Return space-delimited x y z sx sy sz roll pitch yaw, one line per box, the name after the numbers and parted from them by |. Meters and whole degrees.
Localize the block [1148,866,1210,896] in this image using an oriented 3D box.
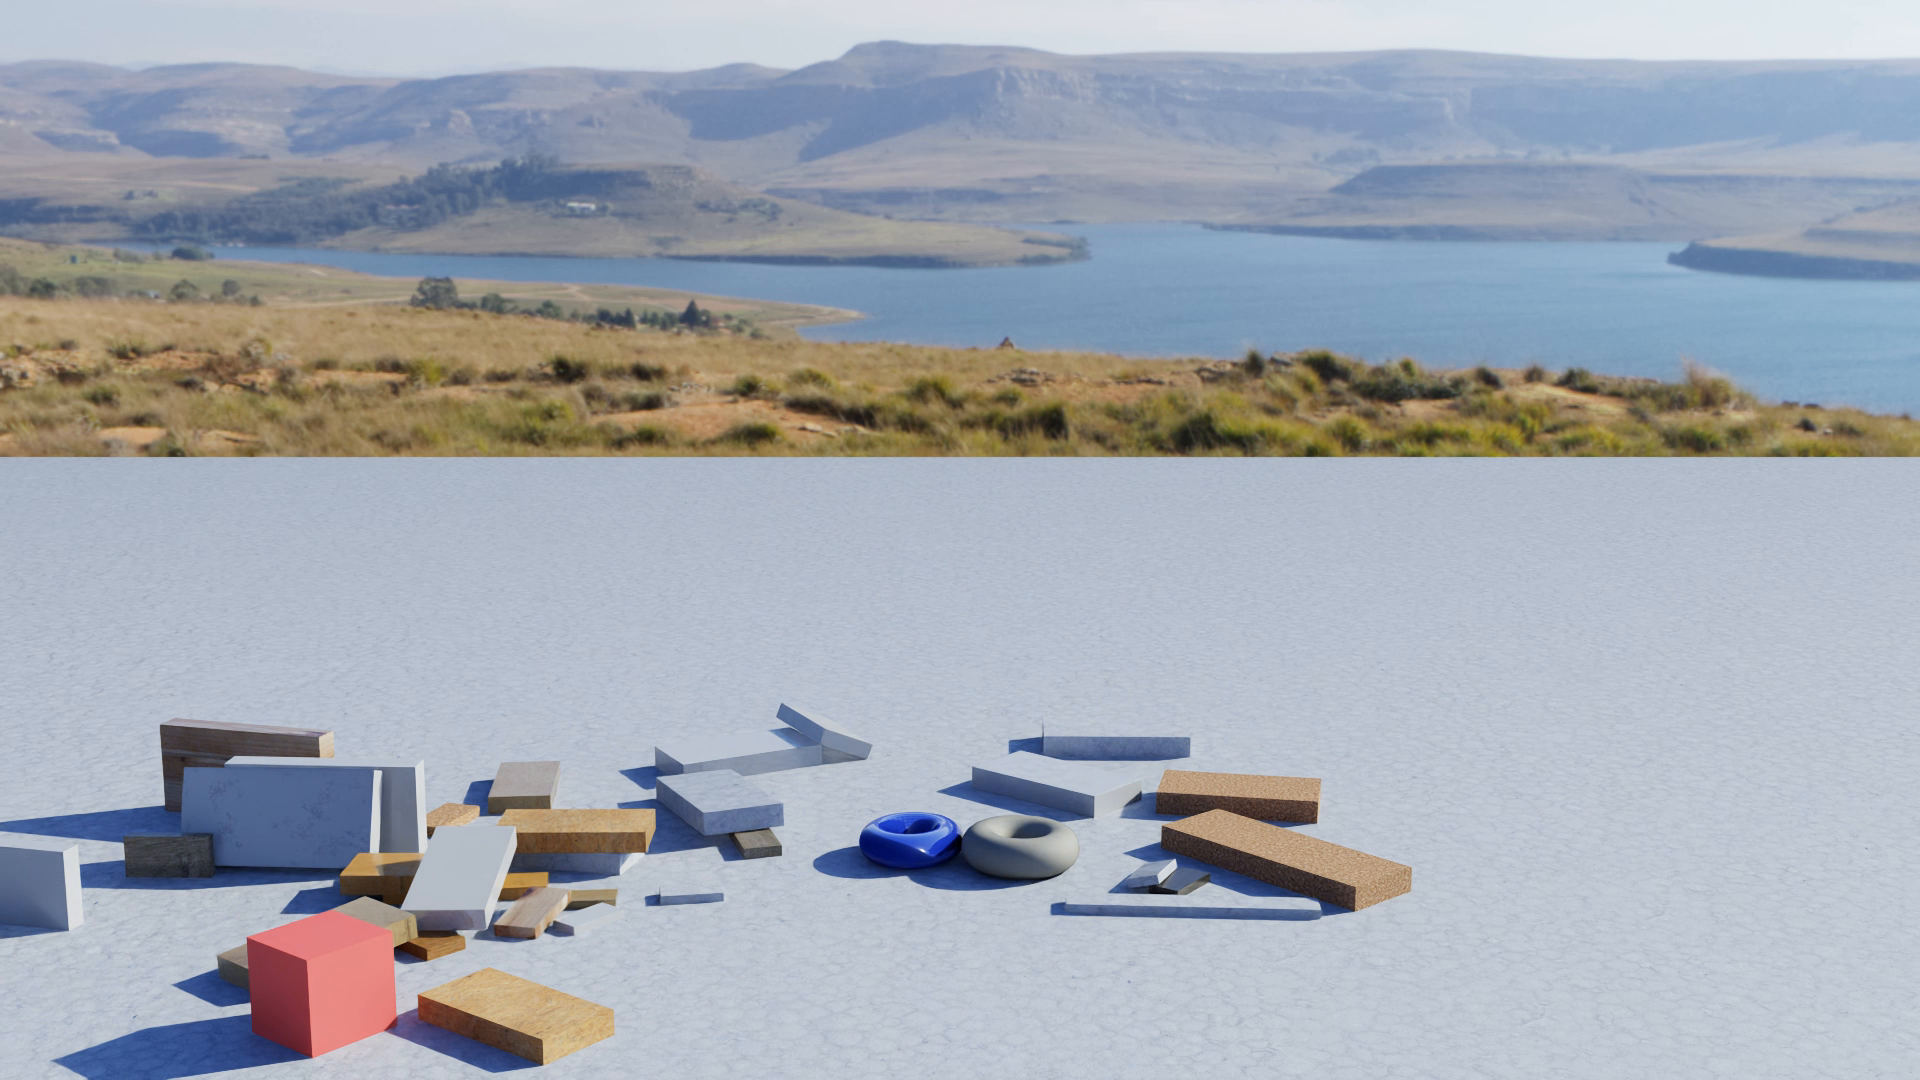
0.370 0.577 3.697 0.055 0.016 0.111 7 13 35 | block

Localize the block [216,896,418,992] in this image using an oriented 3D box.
-0.977 0.619 3.352 0.132 0.037 0.264 9 18 39 | block

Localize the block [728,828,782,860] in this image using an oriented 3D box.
-0.365 0.535 3.913 0.068 0.019 0.136 -3 11 -17 | block

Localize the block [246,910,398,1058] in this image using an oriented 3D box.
-0.899 0.623 3.102 0.142 0.142 0.142 8 13 38 | block

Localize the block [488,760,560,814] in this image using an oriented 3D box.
-0.833 0.472 4.213 0.115 0.033 0.230 -1 11 -5 | block

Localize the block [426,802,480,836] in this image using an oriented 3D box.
-0.945 0.513 4.030 0.068 0.019 0.136 3 11 18 | block

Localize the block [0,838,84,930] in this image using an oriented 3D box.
-1.664 0.542 3.566 0.519 0.131 0.037 3 11 14 | block

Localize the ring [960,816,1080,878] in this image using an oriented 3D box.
0.105 0.530 3.806 0.206 0.069 0.206 1 10 0 | ring

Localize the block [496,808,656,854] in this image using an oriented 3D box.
-0.669 0.505 3.821 0.262 0.037 0.131 0 11 -1 | block

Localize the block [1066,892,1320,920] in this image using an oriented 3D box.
0.379 0.597 3.589 0.412 0.016 0.055 1 11 4 | block

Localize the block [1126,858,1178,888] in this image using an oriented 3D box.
0.324 0.563 3.714 0.055 0.016 0.111 -12 2 22 | block

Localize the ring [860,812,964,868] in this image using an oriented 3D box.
-0.085 0.526 3.852 0.184 0.061 0.184 -1 11 0 | ring

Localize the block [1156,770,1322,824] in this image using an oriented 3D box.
0.526 0.482 4.137 0.297 0.042 0.149 2 11 11 | block

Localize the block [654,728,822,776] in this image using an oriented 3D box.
-0.444 0.432 4.406 0.298 0.042 0.149 -6 12 -29 | block

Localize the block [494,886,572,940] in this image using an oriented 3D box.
-0.685 0.598 3.531 0.070 0.020 0.140 3 17 14 | block

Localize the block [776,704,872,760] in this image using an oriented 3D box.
-0.281 0.392 4.526 0.115 0.033 0.230 21 -1 -29 | block

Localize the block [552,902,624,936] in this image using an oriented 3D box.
-0.597 0.608 3.531 0.052 0.015 0.104 9 14 39 | block

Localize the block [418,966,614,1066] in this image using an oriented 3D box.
-0.631 0.673 3.120 0.264 0.037 0.132 8 13 37 | block

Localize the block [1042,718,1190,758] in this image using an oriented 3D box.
0.321 0.407 4.541 0.298 0.042 0.149 0 11 1 | block

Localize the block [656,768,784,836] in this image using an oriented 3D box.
-0.447 0.483 4.069 0.149 0.042 0.319 -4 7 -23 | block

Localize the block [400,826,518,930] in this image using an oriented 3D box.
-0.808 0.545 3.559 0.132 0.037 0.264 0 22 0 | block

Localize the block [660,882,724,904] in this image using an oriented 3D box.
-0.445 0.586 3.648 0.104 0.015 0.052 -2 11 -10 | block

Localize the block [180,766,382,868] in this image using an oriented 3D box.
-1.171 0.479 3.793 0.334 0.167 0.047 1 -7 4 | block

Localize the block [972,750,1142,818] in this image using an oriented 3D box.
0.184 0.467 4.219 0.297 0.042 0.148 9 14 40 | block

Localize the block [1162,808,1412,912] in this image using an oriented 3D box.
0.556 0.547 3.787 0.149 0.042 0.433 -9 14 -41 | block

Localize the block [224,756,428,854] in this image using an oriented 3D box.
-1.112 0.470 3.860 0.339 0.167 0.047 1 11 4 | block

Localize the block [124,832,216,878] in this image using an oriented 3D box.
-1.349 0.538 3.752 0.146 0.073 0.021 0 11 1 | block

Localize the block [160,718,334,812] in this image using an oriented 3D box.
-1.320 0.429 4.080 0.334 0.167 0.047 3 11 15 | block

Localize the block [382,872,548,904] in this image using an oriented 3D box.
-0.822 0.580 3.665 0.264 0.021 0.073 -1 11 -7 | block

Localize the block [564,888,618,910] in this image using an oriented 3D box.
-0.617 0.592 3.620 0.103 0.015 0.052 -1 11 -5 | block

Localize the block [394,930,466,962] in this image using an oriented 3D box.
-0.844 0.623 3.439 0.140 0.020 0.070 9 14 41 | block

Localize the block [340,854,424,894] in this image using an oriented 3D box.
-0.900 0.555 3.657 0.230 0.033 0.115 0 11 0 | block

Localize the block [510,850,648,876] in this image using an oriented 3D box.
-0.693 0.538 3.849 0.262 0.037 0.131 3 11 14 | block
